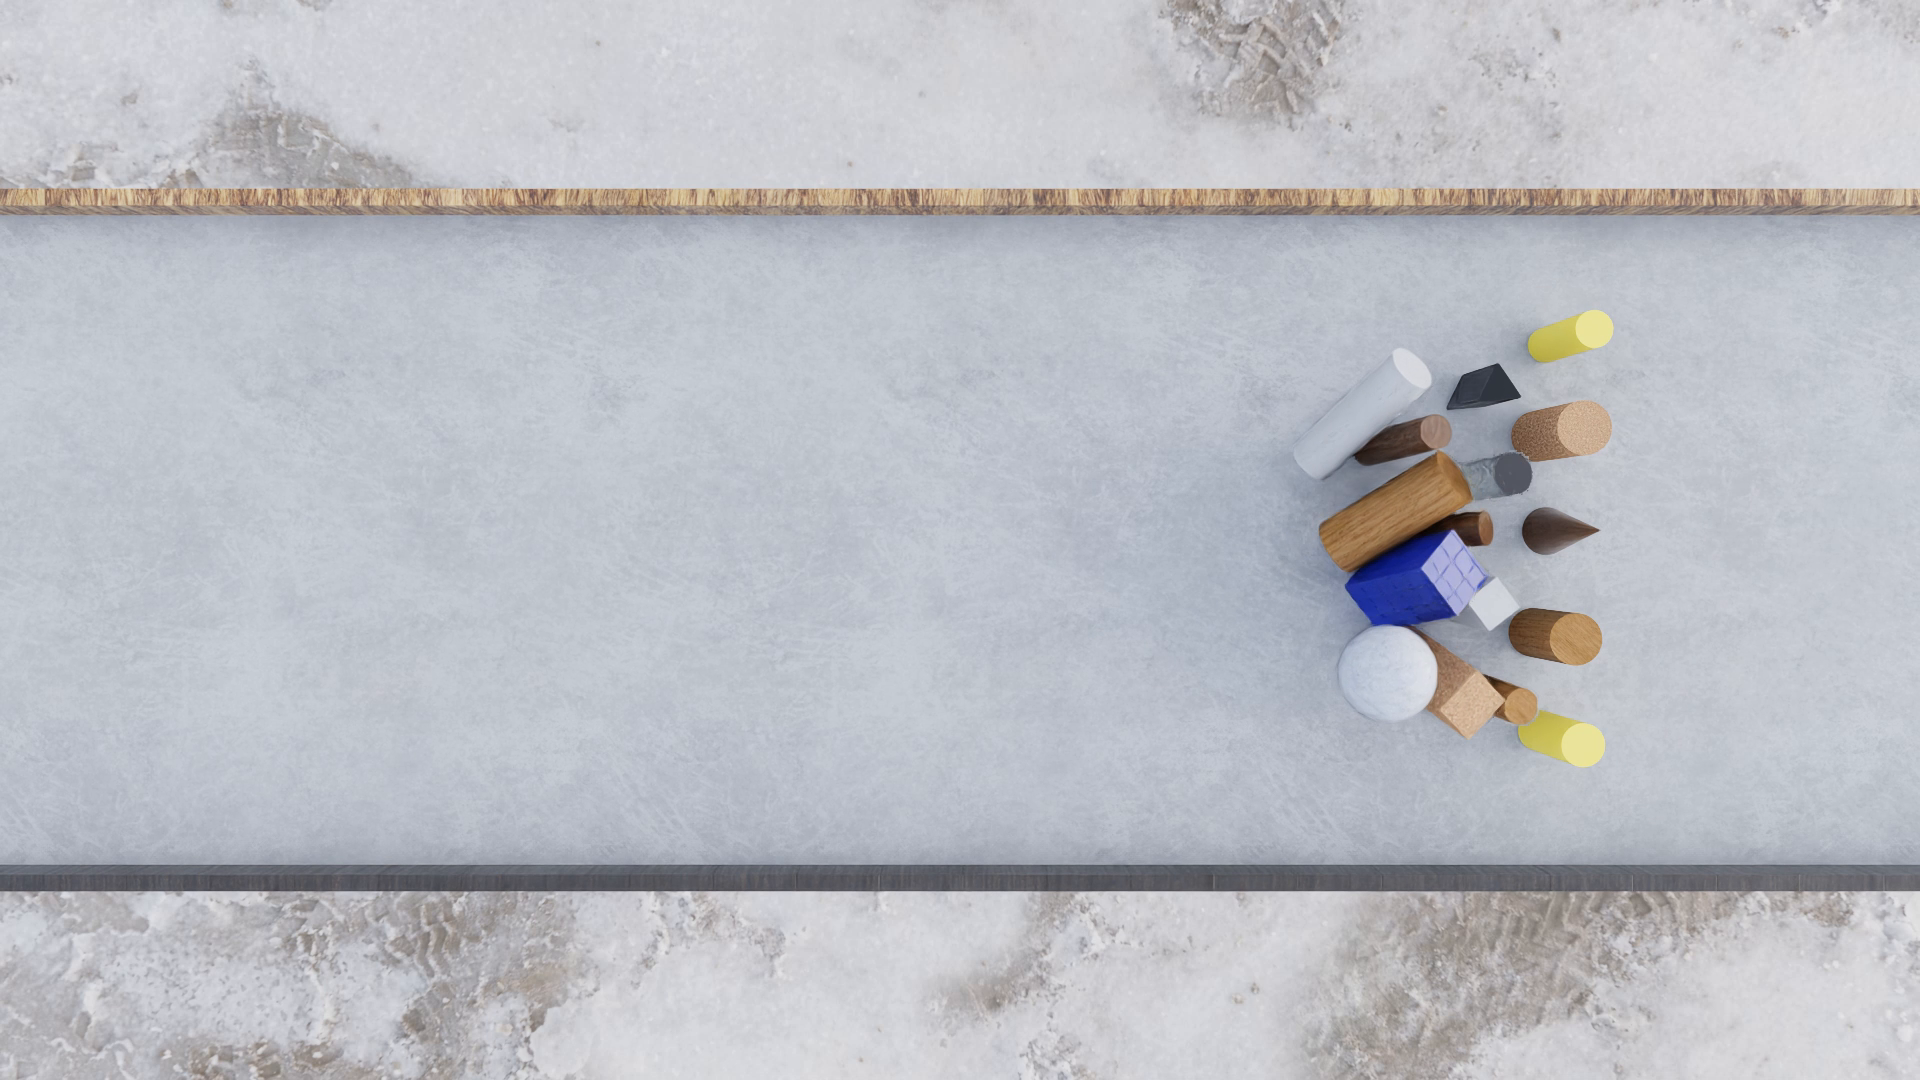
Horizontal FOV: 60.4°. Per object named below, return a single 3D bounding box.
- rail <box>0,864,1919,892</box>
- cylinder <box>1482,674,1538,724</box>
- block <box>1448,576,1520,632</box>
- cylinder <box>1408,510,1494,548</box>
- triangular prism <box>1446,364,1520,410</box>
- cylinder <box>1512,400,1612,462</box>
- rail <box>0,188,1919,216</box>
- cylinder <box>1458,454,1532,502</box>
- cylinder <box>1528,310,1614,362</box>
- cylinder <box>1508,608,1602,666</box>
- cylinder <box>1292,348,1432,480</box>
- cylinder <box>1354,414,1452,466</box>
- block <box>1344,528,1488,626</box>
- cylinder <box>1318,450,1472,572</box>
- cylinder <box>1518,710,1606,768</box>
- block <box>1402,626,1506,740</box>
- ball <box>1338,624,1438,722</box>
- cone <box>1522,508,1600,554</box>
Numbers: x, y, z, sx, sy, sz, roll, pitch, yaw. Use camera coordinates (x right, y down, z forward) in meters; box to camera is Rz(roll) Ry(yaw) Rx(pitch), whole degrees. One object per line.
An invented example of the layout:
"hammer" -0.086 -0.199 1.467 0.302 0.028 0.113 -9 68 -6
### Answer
"rail" -2.247 1.025 5.001 12.000 0.150 0.050 0 90 0
"cylinder" 1.572 0.460 4.896 0.106 0.345 0.106 -1 96 -13
"block" 1.526 0.177 4.909 0.112 0.325 0.112 -38 94 -1
"cylinder" 1.428 -0.021 4.937 0.306 0.102 0.102 -7 90 42
"triangular prism" 1.553 -0.459 4.914 0.119 0.324 0.103 -4 90 0
"cylinder" 1.775 -0.319 4.881 0.156 0.391 0.156 0 90 0
"rail" -2.247 -1.025 5.002 12.000 0.150 0.050 0 90 0
"cylinder" 1.545 -0.177 4.888 0.119 0.361 0.119 1 86 -11
"cylinder" 1.802 -0.600 4.880 0.108 0.392 0.108 0 90 0
"cylinder" 1.764 0.284 4.899 0.151 0.355 0.151 0 90 0
"cylinder" 1.183 -0.367 4.874 0.145 0.145 0.449 42 131 0
"cylinder" 1.301 -0.292 4.873 0.101 0.395 0.101 1 85 -15
"block" 1.343 0.123 4.869 0.180 0.335 0.180 -44 101 -27
"cylinder" 1.288 -0.081 4.892 0.417 0.176 0.176 -35 90 30
"cylinder" 1.781 0.586 4.894 0.126 0.364 0.126 0 90 0
"block" 1.395 0.403 4.861 0.154 0.399 0.154 -47 117 2
"ball" 1.214 0.379 4.684 0.278 0.278 0.278 0 90 0
"cone" 1.804 -0.027 4.858 0.148 0.436 0.148 0 90 0
